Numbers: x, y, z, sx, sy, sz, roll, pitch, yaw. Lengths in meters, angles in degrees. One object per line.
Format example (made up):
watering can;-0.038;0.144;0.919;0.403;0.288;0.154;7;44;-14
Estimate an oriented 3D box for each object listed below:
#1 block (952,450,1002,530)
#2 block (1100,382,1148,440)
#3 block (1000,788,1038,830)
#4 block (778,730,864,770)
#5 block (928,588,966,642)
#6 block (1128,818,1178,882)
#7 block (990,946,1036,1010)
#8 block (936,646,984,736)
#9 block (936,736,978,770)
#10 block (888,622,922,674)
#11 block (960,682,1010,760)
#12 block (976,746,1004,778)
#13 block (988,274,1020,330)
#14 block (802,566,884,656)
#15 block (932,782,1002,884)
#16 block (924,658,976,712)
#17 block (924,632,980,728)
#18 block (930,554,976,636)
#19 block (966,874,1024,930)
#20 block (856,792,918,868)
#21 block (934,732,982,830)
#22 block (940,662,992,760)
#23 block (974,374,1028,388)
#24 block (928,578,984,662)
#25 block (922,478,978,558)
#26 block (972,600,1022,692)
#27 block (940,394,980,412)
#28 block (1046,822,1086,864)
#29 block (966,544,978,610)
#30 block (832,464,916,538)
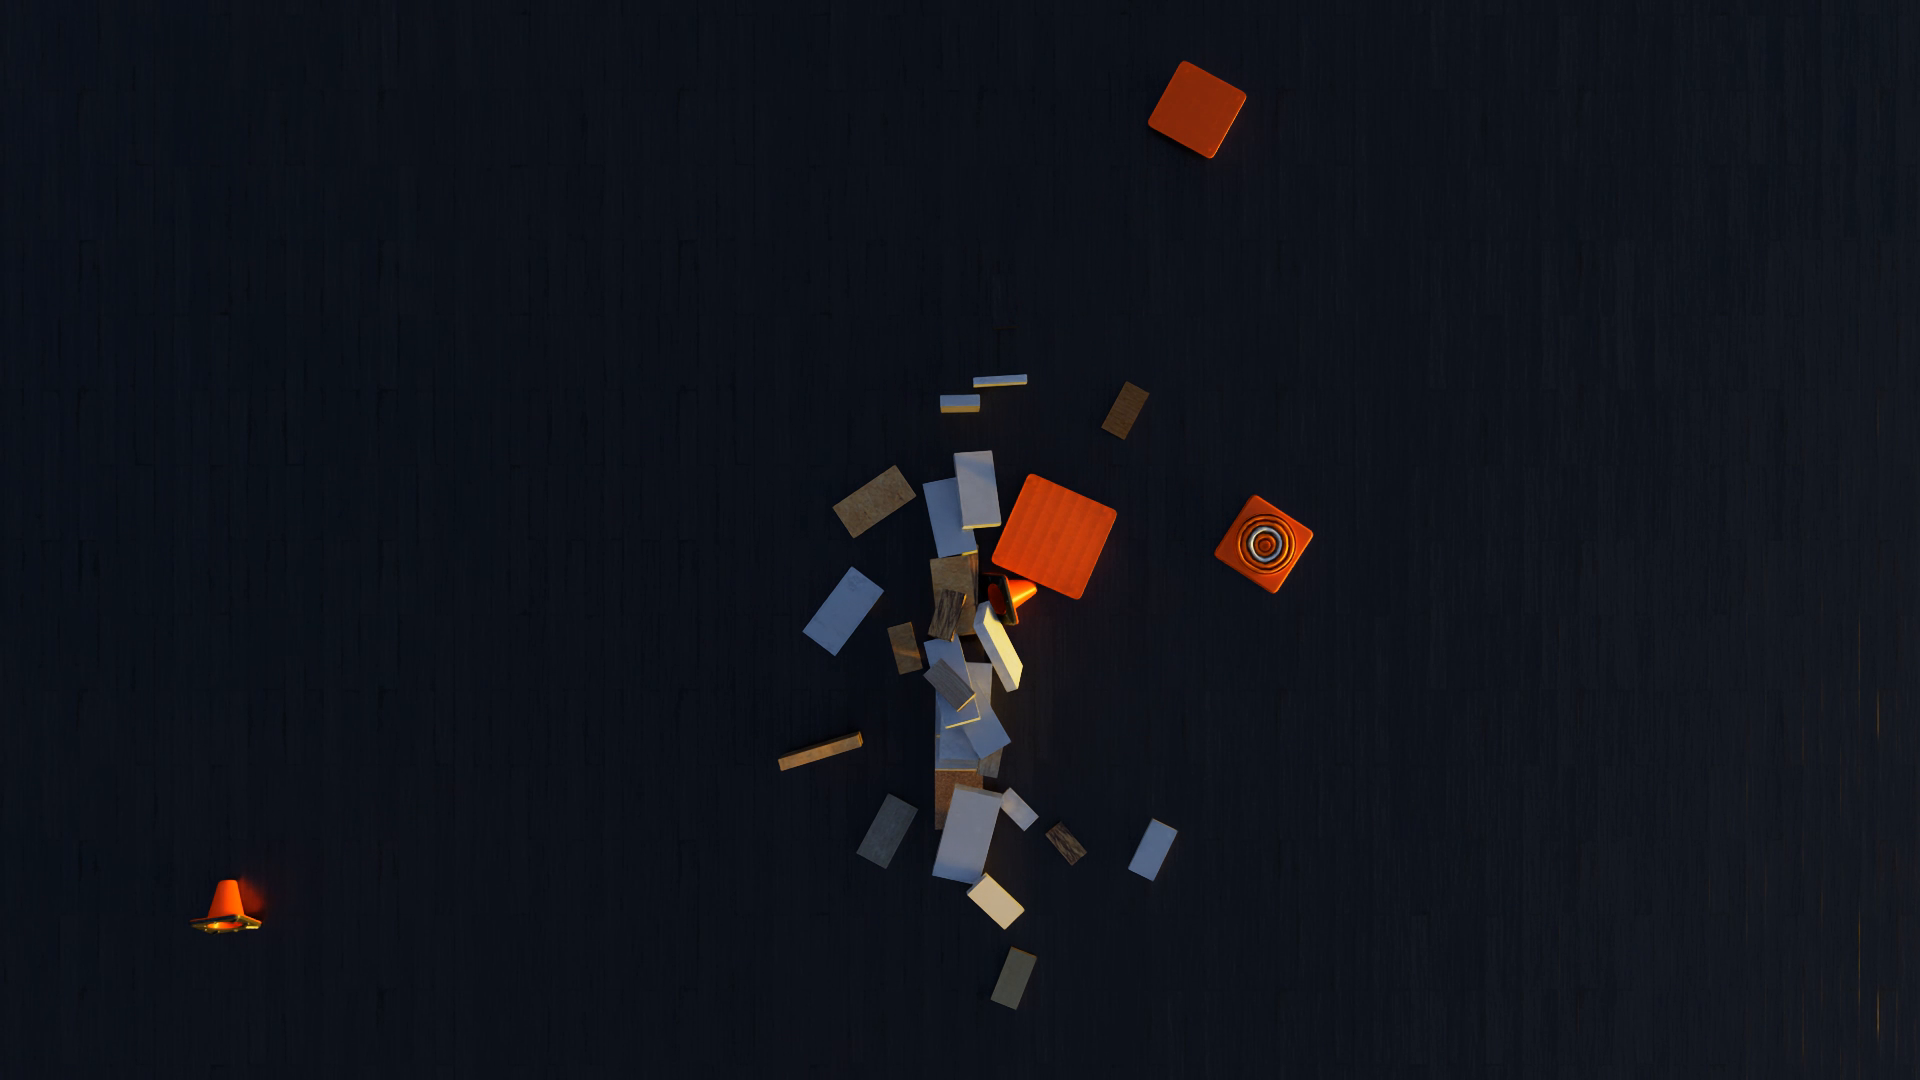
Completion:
block;0.056;-0.166;5.441;0.126;0.036;0.252;-5;75;-10
block;0.549;-0.430;5.488;0.088;0.025;0.176;28;90;0
block;0.190;0.895;5.490;0.068;0.019;0.136;-44;90;0
block;-0.457;0.693;5.432;0.271;0.135;0.038;-17;90;0
block;-0.042;0.242;5.323;0.080;0.023;0.160;14;73;13
block;0.641;1.030;5.487;0.092;0.026;0.185;26;90;0
block;0.178;1.457;5.487;0.092;0.026;0.185;22;90;0
block;0.001;0.489;5.422;0.156;0.044;0.311;0;76;0
block;-0.001;0.599;5.441;0.159;0.045;0.318;0;77;0
block;-0.183;0.360;5.489;0.080;0.023;0.160;-15;90;0
block;0.059;0.578;5.290;0.113;0.032;0.225;-30;82;-2
block;0.098;0.692;5.308;0.068;0.019;0.136;11;88;-1
block;0.146;-0.793;5.488;0.088;0.025;0.175;-4;90;0
block;-0.387;0.236;5.481;0.135;0.038;0.271;37;90;0
block;0.022;0.970;5.435;0.159;0.045;0.318;13;104;-3
block;-0.033;0.462;5.254;0.080;0.023;0.160;-43;73;-6
block;-0.026;0.450;5.285;0.112;0.032;0.286;-16;73;2
block;-0.020;0.184;5.378;0.129;0.037;0.258;-6;74;-2
block;0.117;1.196;5.462;0.092;0.026;0.184;-44;106;0
block;-0.241;0.965;5.484;0.113;0.032;0.225;28;90;0
block;-0.003;0.798;5.477;0.159;0.045;0.318;0;90;0
block;0.018;0.551;5.342;0.156;0.044;0.311;3;88;-2
block;0.132;-0.526;5.456;0.175;0.088;0.025;-3;90;0
block;-0.014;0.271;5.432;0.156;0.044;0.311;-6;74;-2
block;-0.033;-0.072;5.448;0.129;0.037;0.258;-12;76;-3
block;0.125;0.347;5.382;0.038;0.135;0.271;-18;115;19
block;0.000;-0.444;5.374;0.126;0.252;0.036;-1;90;0
block;0.353;1.008;5.490;0.068;0.019;0.136;-40;90;0
block;-0.005;0.144;5.428;0.129;0.037;0.258;0;73;0
block;-0.284;-0.127;5.482;0.252;0.036;0.126;-34;90;0
